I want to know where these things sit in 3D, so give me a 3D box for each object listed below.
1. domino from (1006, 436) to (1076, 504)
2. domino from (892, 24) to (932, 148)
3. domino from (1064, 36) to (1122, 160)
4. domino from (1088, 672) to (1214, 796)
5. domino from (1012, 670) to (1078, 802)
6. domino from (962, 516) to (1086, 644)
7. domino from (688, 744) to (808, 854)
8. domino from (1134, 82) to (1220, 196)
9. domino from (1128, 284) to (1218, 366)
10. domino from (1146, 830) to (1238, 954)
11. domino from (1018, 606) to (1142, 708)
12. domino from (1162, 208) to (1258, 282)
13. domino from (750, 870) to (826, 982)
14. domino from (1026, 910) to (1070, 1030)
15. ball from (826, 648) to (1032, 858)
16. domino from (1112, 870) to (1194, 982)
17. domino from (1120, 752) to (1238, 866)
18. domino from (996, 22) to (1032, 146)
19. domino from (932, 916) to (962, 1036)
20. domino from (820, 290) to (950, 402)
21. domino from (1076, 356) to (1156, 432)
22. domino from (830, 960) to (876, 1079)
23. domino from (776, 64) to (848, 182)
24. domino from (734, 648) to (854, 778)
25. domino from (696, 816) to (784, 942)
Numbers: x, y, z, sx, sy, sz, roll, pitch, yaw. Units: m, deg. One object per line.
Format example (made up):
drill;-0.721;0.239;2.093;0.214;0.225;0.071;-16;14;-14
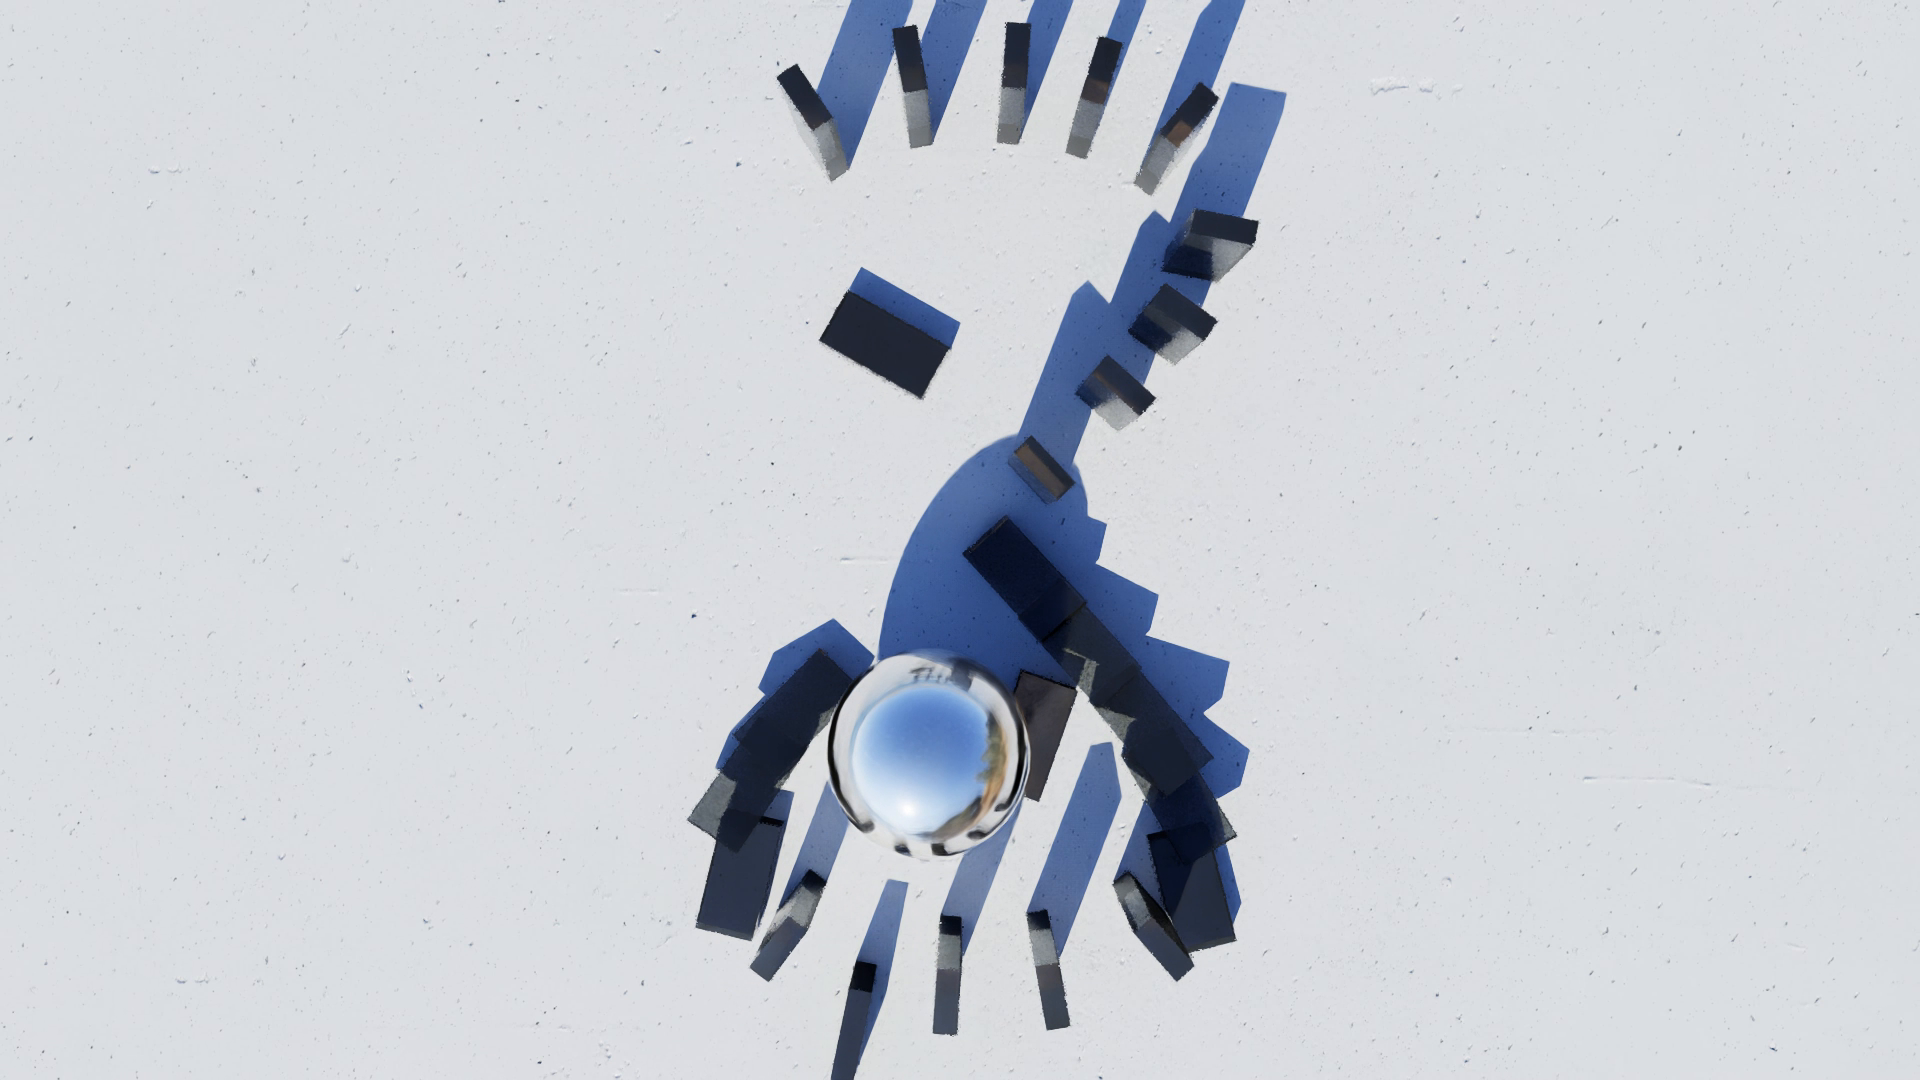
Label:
domino;0.032;-0.028;0.375;0.009;0.050;0.025;-43;90;0
domino;-0.019;-0.184;0.375;0.010;0.050;0.025;-10;90;0
domino;0.054;-0.179;0.375;0.009;0.050;0.025;17;90;0
domino;0.080;0.080;0.387;0.025;0.010;0.050;-39;71;-1
domino;0.030;0.084;0.395;0.025;0.010;0.050;19;90;0
domino;0.027;0.016;0.389;0.025;0.010;0.050;-42;75;0
domino;-0.090;0.103;0.389;0.025;0.009;0.050;34;75;0
domino;0.088;-0.162;0.375;0.009;0.050;0.025;40;90;0
domino;0.086;-0.087;0.375;0.025;0.050;0.009;36;90;0
domino;0.100;0.150;0.395;0.025;0.009;0.050;-14;90;0
domino;0.051;0.044;0.390;0.025;0.009;0.050;-42;77;0
domino;0.101;-0.120;0.375;0.025;0.050;0.010;11;90;0
domino;-0.069;0.156;0.375;0.010;0.050;0.025;37;90;0
domino;0.036;0.174;0.375;0.010;0.050;0.025;-10;90;0
ball;-0.012;0.083;0.360;0.080;0.080;0.080;0;90;0
domino;0.078;0.157;0.375;0.010;0.050;0.025;-41;90;0
domino;0.092;0.109;0.389;0.025;0.010;0.050;-30;76;0
domino;0.022;-0.185;0.375;0.009;0.050;0.025;4;90;0
domino;-0.005;0.177;0.375;0.010;0.050;0.025;4;90;0
domino;-0.032;-0.084;0.395;0.050;0.009;0.025;30;90;0
domino;0.063;-0.059;0.375;0.025;0.050;0.010;42;90;0
domino;-0.046;0.209;0.388;0.010;0.025;0.050;11;90;0
domino;-0.059;-0.169;0.375;0.009;0.050;0.025;-34;90;0
domino;-0.069;0.073;0.389;0.025;0.009;0.050;44;75;1
domino;-0.095;0.144;0.395;0.025;0.010;0.050;14;90;0
